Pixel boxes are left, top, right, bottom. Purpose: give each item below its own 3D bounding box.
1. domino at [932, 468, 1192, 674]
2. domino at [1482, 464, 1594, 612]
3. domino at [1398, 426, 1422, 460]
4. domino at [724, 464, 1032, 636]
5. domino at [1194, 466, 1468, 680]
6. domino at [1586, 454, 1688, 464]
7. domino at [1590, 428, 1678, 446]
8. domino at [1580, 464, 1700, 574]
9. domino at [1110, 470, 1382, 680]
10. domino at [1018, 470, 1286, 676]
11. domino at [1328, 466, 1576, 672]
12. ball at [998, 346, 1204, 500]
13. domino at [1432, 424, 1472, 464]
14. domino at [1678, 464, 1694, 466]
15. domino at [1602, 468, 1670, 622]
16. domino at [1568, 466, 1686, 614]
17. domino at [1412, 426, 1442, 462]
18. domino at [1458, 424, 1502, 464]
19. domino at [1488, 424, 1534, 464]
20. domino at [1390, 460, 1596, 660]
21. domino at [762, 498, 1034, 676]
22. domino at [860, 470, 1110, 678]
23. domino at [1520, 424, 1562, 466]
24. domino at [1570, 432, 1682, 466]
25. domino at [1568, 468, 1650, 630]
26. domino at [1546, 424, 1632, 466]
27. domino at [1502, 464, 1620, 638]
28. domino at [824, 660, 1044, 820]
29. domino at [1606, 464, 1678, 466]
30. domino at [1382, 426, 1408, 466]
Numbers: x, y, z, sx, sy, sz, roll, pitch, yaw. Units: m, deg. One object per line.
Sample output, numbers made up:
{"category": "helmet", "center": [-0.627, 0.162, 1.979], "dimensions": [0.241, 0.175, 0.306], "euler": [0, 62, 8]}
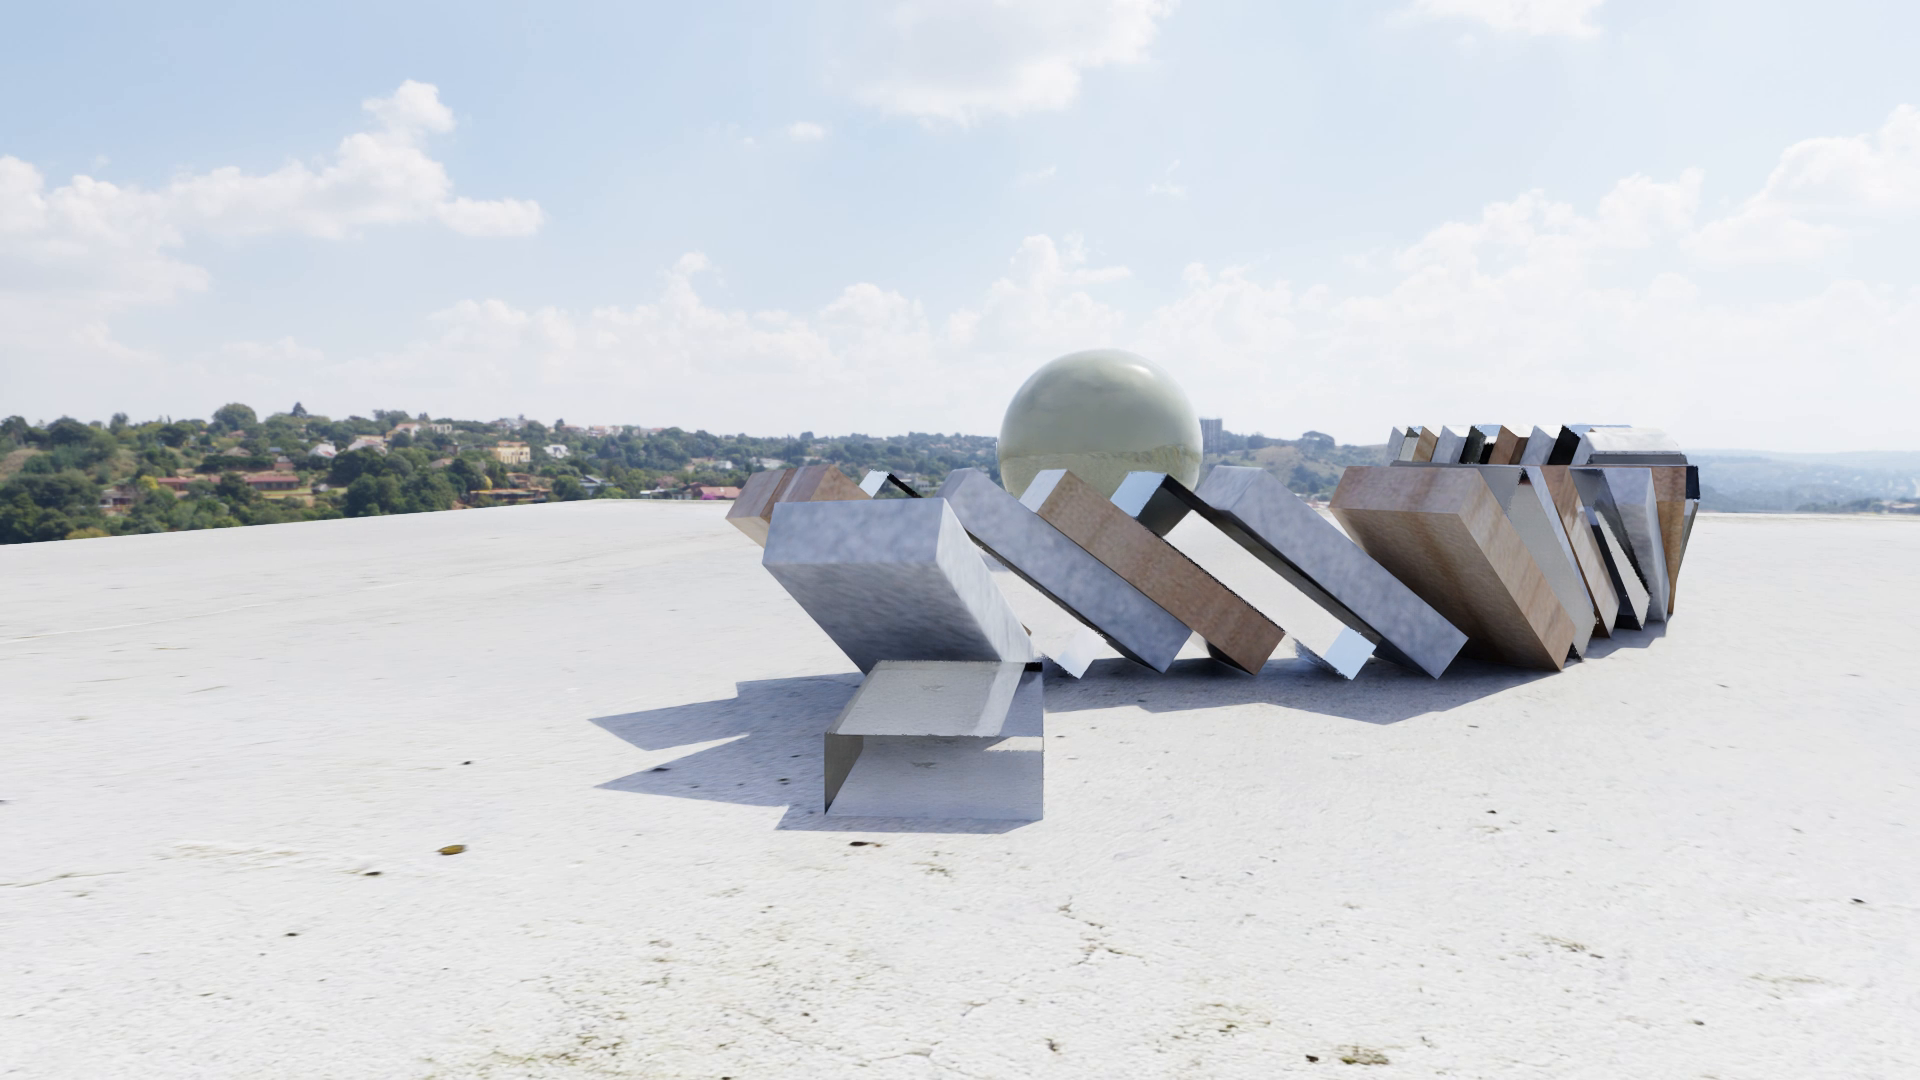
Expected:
{"category": "domino", "center": [0.018, 0.005, 0.240], "dimensions": [0.050, 0.010, 0.025], "euler": [36, -4, -8]}
{"category": "domino", "center": [0.111, 0.003, 0.264], "dimensions": [0.025, 0.009, 0.050], "euler": [5, -31, 42]}
{"category": "domino", "center": [0.173, -0.018, 0.478], "dimensions": [0.025, 0.050, 0.009], "euler": [-1, 31, -15]}
{"category": "domino", "center": [-0.014, 0.006, 0.221], "dimensions": [0.050, 0.009, 0.025], "euler": [41, -25, -30]}
{"category": "domino", "center": [0.068, 0.005, 0.240], "dimensions": [0.050, 0.009, 0.025], "euler": [38, -1, -9]}
{"category": "domino", "center": [0.190, -0.005, 0.373], "dimensions": [0.025, 0.009, 0.050], "euler": [1, -36, 5]}
{"category": "domino", "center": [0.203, -0.012, 0.406], "dimensions": [0.025, 0.050, 0.009], "euler": [-1, 37, -15]}
{"category": "domino", "center": [0.169, -0.001, 0.325], "dimensions": [0.025, 0.009, 0.050], "euler": [2, -32, 22]}
{"category": "domino", "center": [0.052, 0.006, 0.240], "dimensions": [0.050, 0.009, 0.025], "euler": [36, -1, -8]}
{"category": "domino", "center": [0.035, 0.005, 0.241], "dimensions": [0.050, 0.009, 0.025], "euler": [36, -2, -7]}
{"category": "domino", "center": [0.092, 0.006, 0.237], "dimensions": [0.025, 0.010, 0.050], "euler": [5, -31, 50]}
{"category": "ball", "center": [0.055, -0.035, 0.502], "dimensions": [0.080, 0.080, 0.080], "euler": [0, 4, 0]}
{"category": "domino", "center": [0.178, -0.016, 0.457], "dimensions": [0.025, 0.050, 0.009], "euler": [-1, 31, -15]}
{"category": "domino", "center": [0.184, -0.003, 0.357], "dimensions": [0.025, 0.010, 0.050], "euler": [1, -32, 12]}
{"category": "domino", "center": [0.148, 0.002, 0.298], "dimensions": [0.025, 0.009, 0.050], "euler": [3, -31, 36]}
{"category": "domino", "center": [0.160, 0.000, 0.311], "dimensions": [0.025, 0.009, 0.050], "euler": [3, -31, 27]}
{"category": "domino", "center": [0.175, -0.017, 0.468], "dimensions": [0.025, 0.050, 0.010], "euler": [-1, 31, -15]}
{"category": "domino", "center": [0.184, -0.016, 0.448], "dimensions": [0.025, 0.050, 0.009], "euler": [-1, 31, -15]}
{"category": "domino", "center": [0.191, -0.015, 0.439], "dimensions": [0.025, 0.050, 0.010], "euler": [-1, 31, -15]}
{"category": "domino", "center": [0.102, 0.004, 0.248], "dimensions": [0.025, 0.010, 0.050], "euler": [8, -29, 46]}
{"category": "domino", "center": [-0.007, 0.010, 0.193], "dimensions": [0.025, 0.009, 0.050], "euler": [-1, -28, 18]}
{"category": "domino", "center": [0.002, 0.006, 0.240], "dimensions": [0.050, 0.010, 0.025], "euler": [37, -4, -12]}
{"category": "domino", "center": [0.197, -0.014, 0.429], "dimensions": [0.025, 0.050, 0.009], "euler": [-1, 32, -15]}
{"category": "domino", "center": [0.196, -0.010, 0.390], "dimensions": [0.025, 0.050, 0.009], "euler": [0, 41, 0]}
{"category": "domino", "center": [0.135, 0.002, 0.287], "dimensions": [0.025, 0.009, 0.050], "euler": [4, -31, 42]}
{"category": "domino", "center": [0.201, -0.013, 0.419], "dimensions": [0.025, 0.050, 0.009], "euler": [-1, 32, -14]}
{"category": "domino", "center": [0.122, 0.003, 0.275], "dimensions": [0.025, 0.010, 0.050], "euler": [4, -32, 42]}
{"category": "domino", "center": [-0.002, 0.025, 0.171], "dimensions": [0.025, 0.010, 0.050], "euler": [0, 4, 3]}
{"category": "domino", "center": [0.177, -0.002, 0.341], "dimensions": [0.025, 0.009, 0.050], "euler": [1, -32, 18]}
{"category": "domino", "center": [0.171, -0.019, 0.488], "dimensions": [0.025, 0.050, 0.009], "euler": [-1, 31, -15]}
